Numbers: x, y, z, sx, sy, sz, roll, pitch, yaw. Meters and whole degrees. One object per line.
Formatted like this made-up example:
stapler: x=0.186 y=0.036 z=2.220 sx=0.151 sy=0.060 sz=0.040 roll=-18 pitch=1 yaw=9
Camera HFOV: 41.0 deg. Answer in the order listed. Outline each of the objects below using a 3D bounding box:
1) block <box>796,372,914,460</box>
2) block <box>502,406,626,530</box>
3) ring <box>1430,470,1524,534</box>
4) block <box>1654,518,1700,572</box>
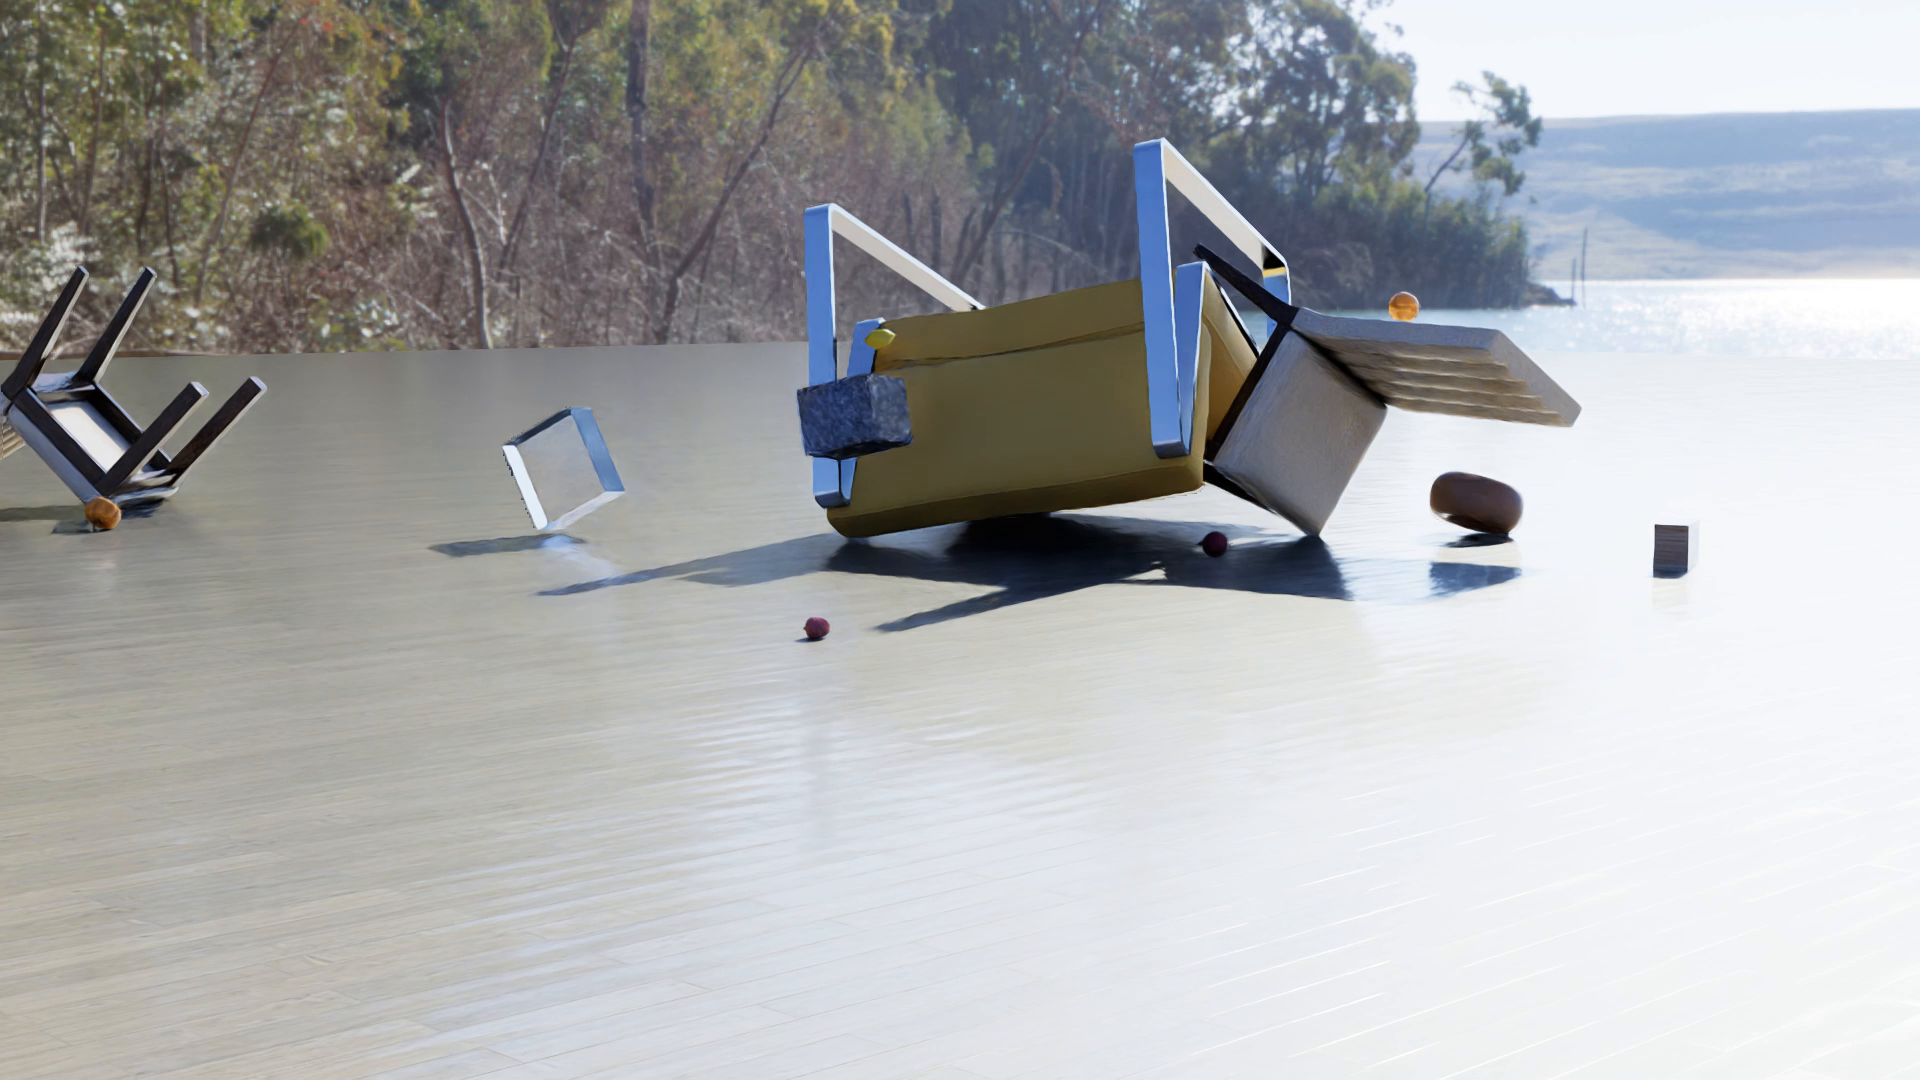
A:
block: x=-0.251 y=-0.294 z=6.140 sx=0.203 sy=0.159 sz=0.166 roll=-12 pitch=-8 yaw=29
block: x=-1.008 y=-0.181 z=6.533 sx=0.221 sy=0.239 sz=0.101 roll=-28 pitch=-10 yaw=22
ring: x=1.315 y=-0.096 z=6.533 sx=0.242 sy=0.118 sz=0.231 roll=16 pitch=-6 yaw=9
block: x=1.624 y=0.010 z=5.815 sx=0.076 sy=0.103 sz=0.163 roll=3 pitch=6 yaw=24
